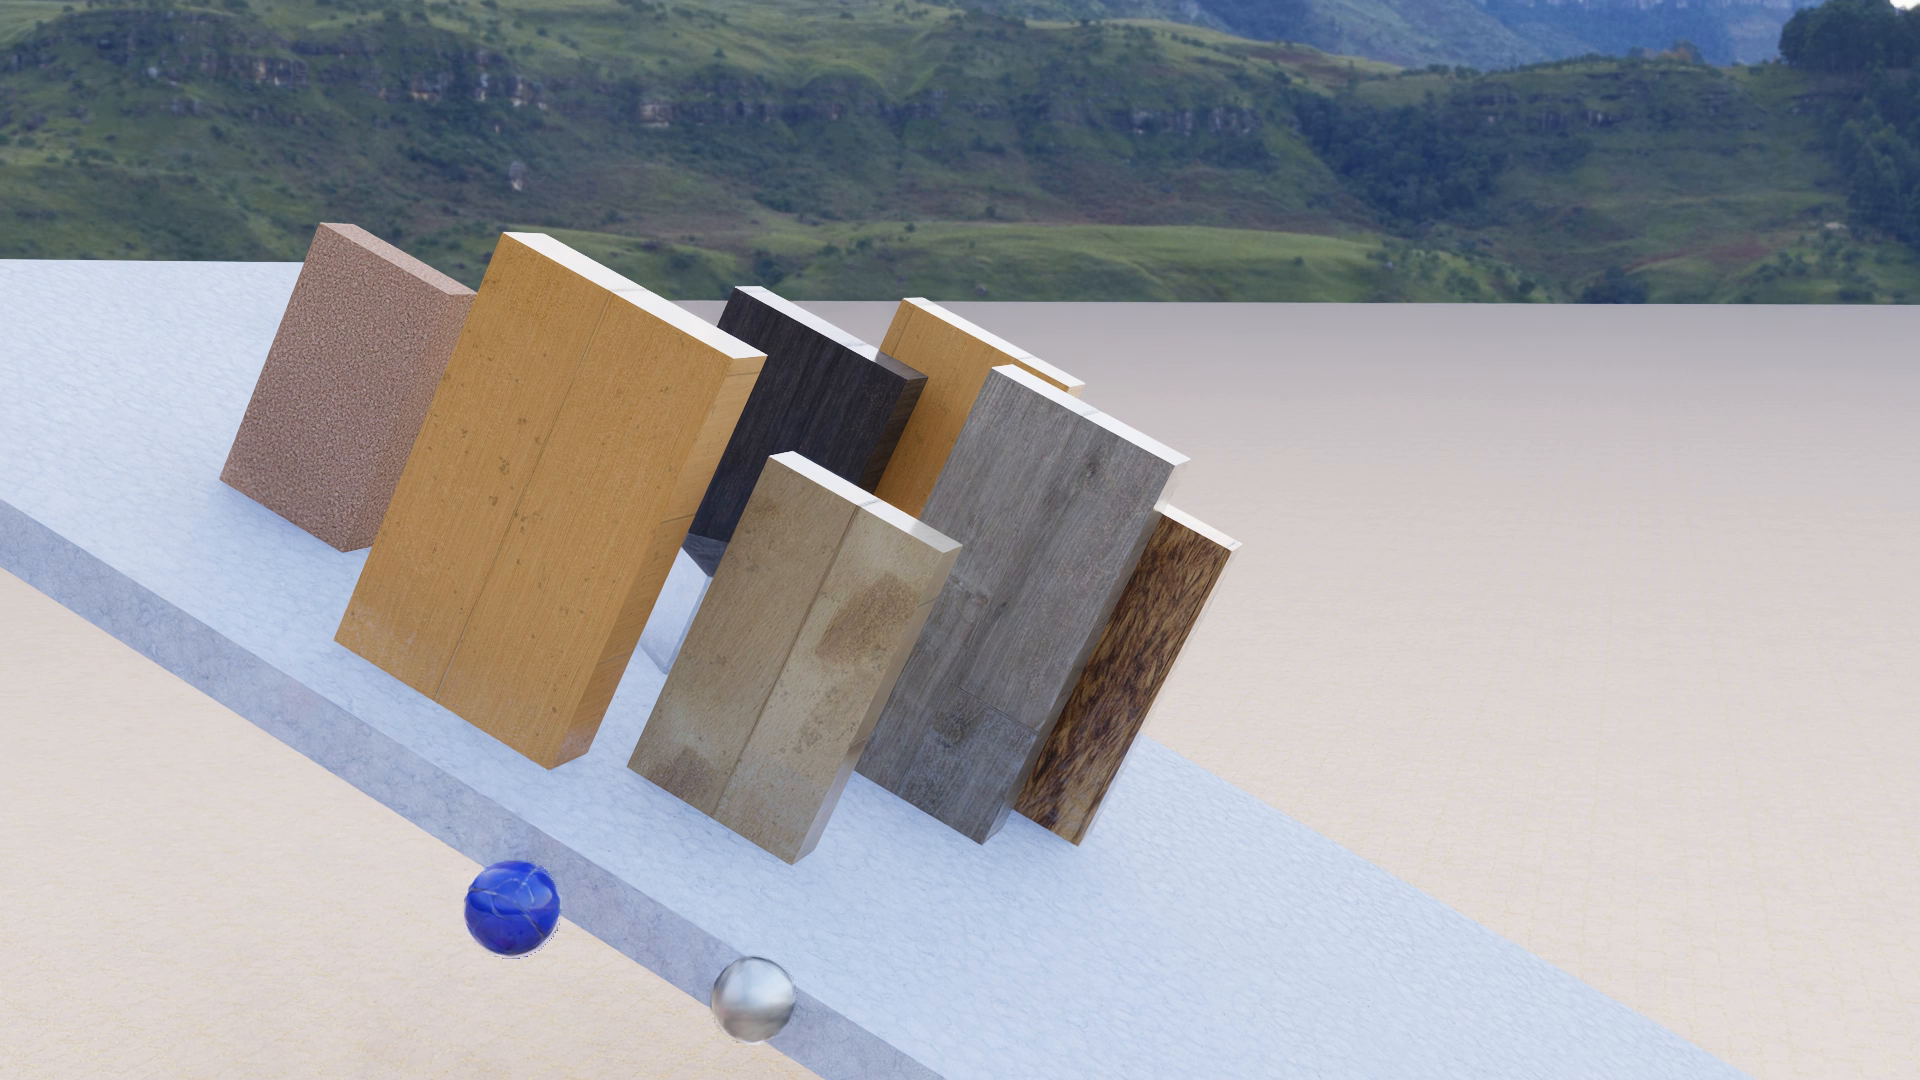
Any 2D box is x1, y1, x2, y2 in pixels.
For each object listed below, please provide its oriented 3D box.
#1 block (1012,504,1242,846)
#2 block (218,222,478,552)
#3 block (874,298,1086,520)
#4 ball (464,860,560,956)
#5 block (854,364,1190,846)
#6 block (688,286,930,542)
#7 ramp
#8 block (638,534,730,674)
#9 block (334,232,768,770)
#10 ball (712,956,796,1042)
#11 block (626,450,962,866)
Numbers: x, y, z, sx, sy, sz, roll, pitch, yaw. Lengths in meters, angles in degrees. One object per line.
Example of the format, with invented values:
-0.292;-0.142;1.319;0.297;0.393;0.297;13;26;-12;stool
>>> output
0.206;0.200;4.172;0.397;0.641;0.111;29;14;12;block
-1.080;-0.269;3.879;0.276;0.504;0.105;29;14;12;block
-0.070;-0.131;4.812;0.413;0.681;0.141;29;14;12;block
-0.629;0.516;3.086;0.134;0.134;0.134;0;7;0;ball
0.067;0.116;3.954;0.366;0.773;0.138;29;14;12;block
-0.389;-0.188;4.684;0.425;0.570;0.145;29;14;12;block
-0.243;0.409;4.159;4.000;0.100;2.000;29;14;12;ramp
-0.471;0.131;4.132;0.205;0.205;0.205;15;17;-38;block
-0.647;-0.062;3.441;0.421;0.718;0.133;29;14;12;block
-0.288;0.640;3.063;0.117;0.117;0.117;0;7;0;ball
-0.268;0.188;3.512;0.319;0.571;0.102;29;14;12;block
